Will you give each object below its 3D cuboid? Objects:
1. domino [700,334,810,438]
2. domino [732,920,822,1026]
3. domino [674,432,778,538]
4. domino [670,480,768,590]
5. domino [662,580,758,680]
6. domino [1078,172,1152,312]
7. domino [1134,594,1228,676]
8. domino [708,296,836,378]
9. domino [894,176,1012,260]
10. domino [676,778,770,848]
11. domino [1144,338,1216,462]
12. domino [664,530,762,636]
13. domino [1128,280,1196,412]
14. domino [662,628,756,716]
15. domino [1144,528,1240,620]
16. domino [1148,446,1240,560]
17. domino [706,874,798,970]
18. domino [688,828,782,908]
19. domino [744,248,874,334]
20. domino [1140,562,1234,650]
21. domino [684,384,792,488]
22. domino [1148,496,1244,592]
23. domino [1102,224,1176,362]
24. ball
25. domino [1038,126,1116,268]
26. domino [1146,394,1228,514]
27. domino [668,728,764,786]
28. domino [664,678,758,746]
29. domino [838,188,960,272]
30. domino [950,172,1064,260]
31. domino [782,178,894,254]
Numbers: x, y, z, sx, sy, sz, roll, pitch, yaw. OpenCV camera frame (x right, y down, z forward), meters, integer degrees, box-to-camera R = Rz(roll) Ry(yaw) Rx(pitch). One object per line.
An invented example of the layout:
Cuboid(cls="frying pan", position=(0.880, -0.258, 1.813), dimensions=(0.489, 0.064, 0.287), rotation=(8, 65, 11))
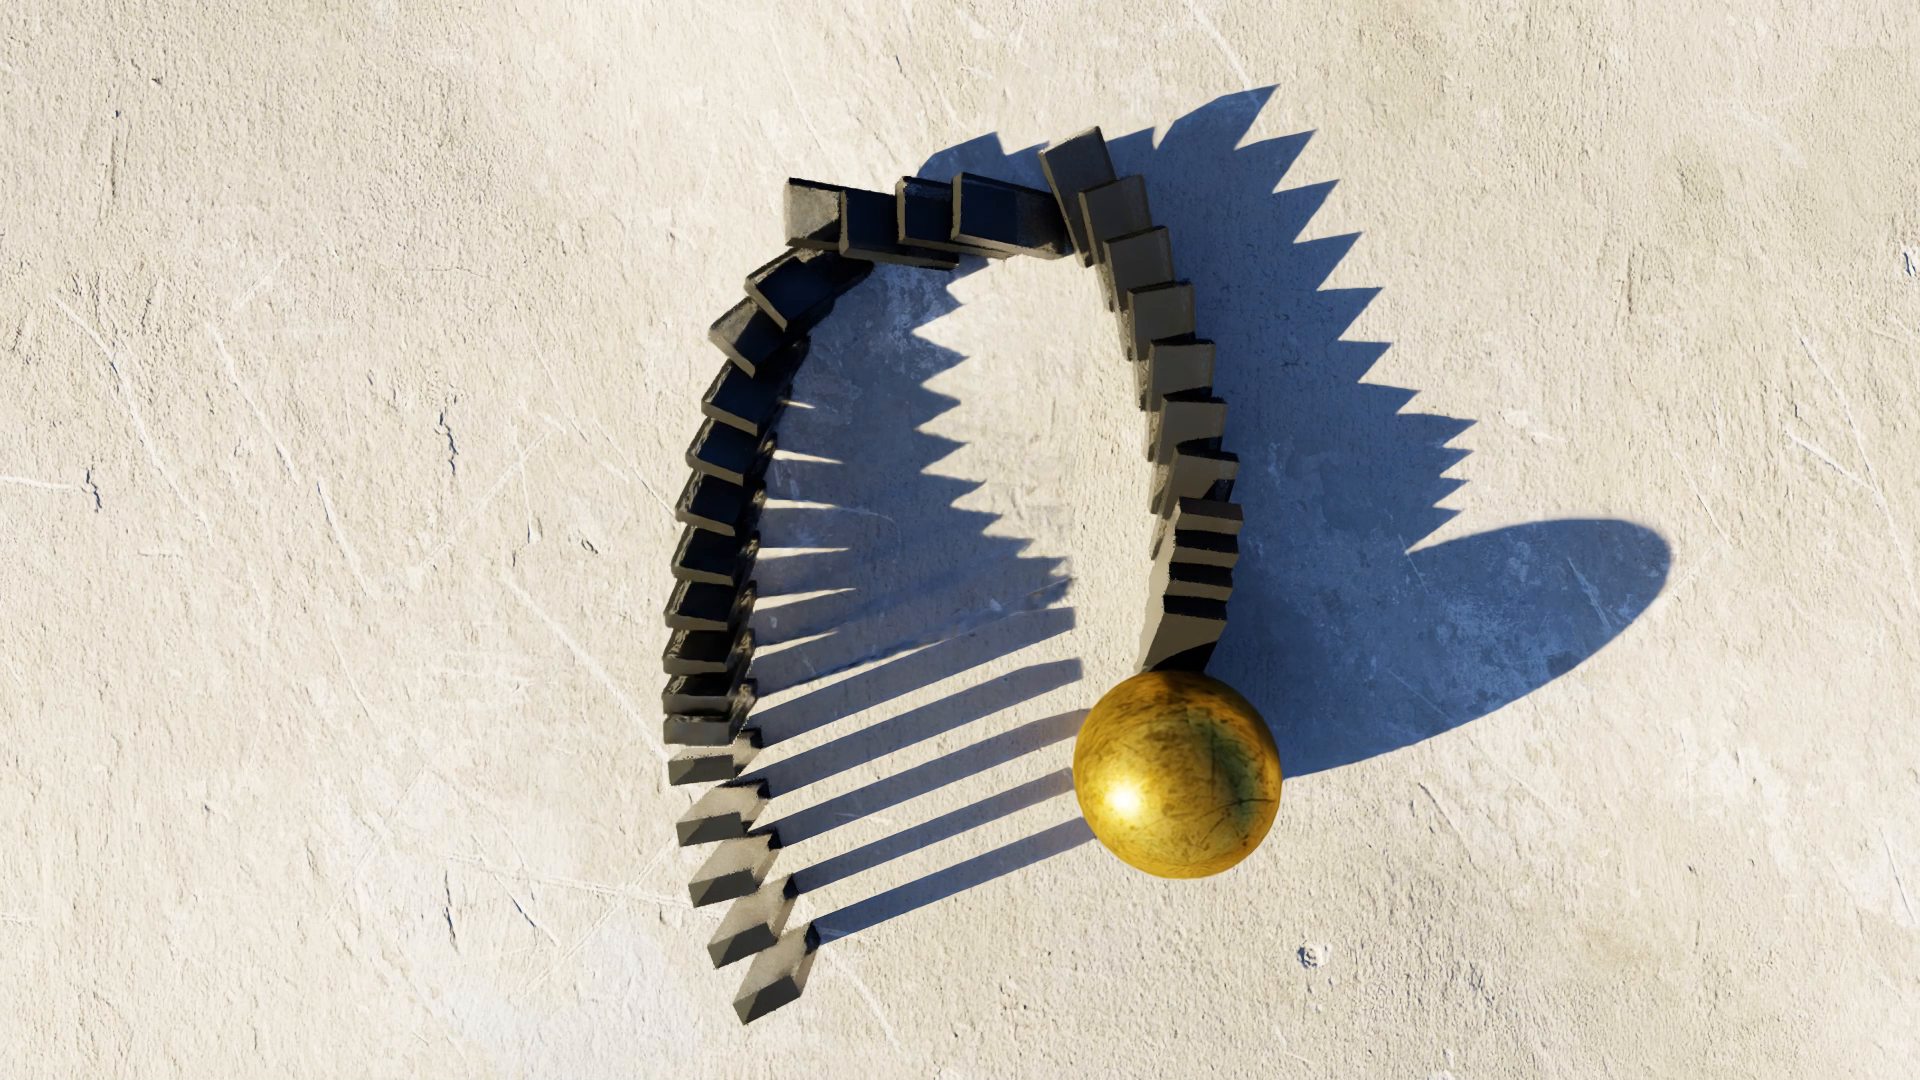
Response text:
Cuboid(cls="domino", position=(-0.085, -0.069, 0.384), dimensions=(0.025, 0.009, 0.050), rotation=(23, 62, 0))
Cuboid(cls="domino", position=(-0.074, 0.176, 0.375), dimensions=(0.025, 0.050, 0.009), rotation=(-27, 90, 0))
Cuboid(cls="domino", position=(-0.097, -0.027, 0.383), dimensions=(0.025, 0.010, 0.050), rotation=(17, 58, 0))
Cuboid(cls="domino", position=(-0.099, -0.005, 0.381), dimensions=(0.025, 0.010, 0.050), rotation=(11, 54, 0))
Cuboid(cls="domino", position=(-0.102, 0.035, 0.377), dimensions=(0.025, 0.050, 0.010), rotation=(6, 128, 0))
Cuboid(cls="domino", position=(0.068, -0.124, 0.384), dimensions=(0.025, 0.010, 0.050), rotation=(-19, 116, -1))
Cuboid(cls="domino", position=(0.090, 0.044, 0.379), dimensions=(0.025, 0.050, 0.009), rotation=(8, 46, 0))
Cuboid(cls="domino", position=(-0.078, -0.093, 0.384), dimensions=(0.025, 0.010, 0.050), rotation=(41, 63, 1))
Cuboid(cls="domino", position=(-0.002, -0.134, 0.384), dimensions=(0.050, 0.009, 0.025), rotation=(-1, 89, -27))
Cuboid(cls="domino", position=(-0.096, 0.111, 0.375), dimensions=(0.025, 0.050, 0.009), rotation=(-10, 90, 0))
Cuboid(cls="domino", position=(0.092, -0.058, 0.385), dimensions=(0.025, 0.010, 0.050), rotation=(-2, 116, 0))
Cuboid(cls="domino", position=(-0.102, 0.015, 0.380), dimensions=(0.025, 0.009, 0.050), rotation=(9, 47, 0))
Cuboid(cls="domino", position=(0.085, -0.081, 0.385), dimensions=(0.025, 0.009, 0.050), rotation=(-10, 116, 0))
Cuboid(cls="domino", position=(-0.102, 0.053, 0.375), dimensions=(0.025, 0.050, 0.010), rotation=(2, 115, 0))
Cuboid(cls="domino", position=(0.095, 0.018, 0.379), dimensions=(0.025, 0.050, 0.009), rotation=(8, 46, 0))
Cuboid(cls="domino", position=(0.097, -0.013, 0.384), dimensions=(0.025, 0.010, 0.050), rotation=(8, 120, 0))
Cuboid(cls="domino", position=(-0.084, 0.155, 0.375), dimensions=(0.025, 0.050, 0.010), rotation=(-23, 90, 0))
Cuboid(cls="domino", position=(-0.091, 0.133, 0.375), dimensions=(0.025, 0.050, 0.009), rotation=(-14, 90, 0))
Cuboid(cls="domino", position=(-0.063, -0.111, 0.385), dimensions=(0.025, 0.009, 0.050), rotation=(48, 64, 0))
Cuboid(cls="domino", position=(0.092, 0.031, 0.379), dimensions=(0.025, 0.050, 0.010), rotation=(8, 46, 0))
Cuboid(cls="domino", position=(-0.092, -0.048, 0.384), dimensions=(0.025, 0.009, 0.050), rotation=(20, 60, 0))
Cuboid(cls="domino", position=(0.097, 0.005, 0.379), dimensions=(0.025, 0.050, 0.009), rotation=(8, 46, 0))
Cuboid(cls="domino", position=(0.077, -0.103, 0.385), dimensions=(0.025, 0.009, 0.050), rotation=(-16, 116, 0))
Cuboid(cls="ball", position=(0.084, 0.091, 0.360), dimensions=(0.080, 0.080, 0.080), rotation=(0, 90, 0))
Cuboid(cls="domino", position=(0.054, -0.143, 0.384), dimensions=(0.025, 0.010, 0.050), rotation=(-27, 117, -2))
Cuboid(cls="domino", position=(0.095, -0.035, 0.385), dimensions=(0.025, 0.010, 0.050), rotation=(3, 115, 0))
Cuboid(cls="domino", position=(-0.099, 0.088, 0.375), dimensions=(0.025, 0.050, 0.010), rotation=(-6, 90, 0))
Cuboid(cls="domino", position=(-0.101, 0.069, 0.375), dimensions=(0.025, 0.050, 0.010), rotation=(1, 101, 0))
Cuboid(cls="domino", position=(-0.025, -0.129, 0.383), dimensions=(0.050, 0.010, 0.025), rotation=(-1, 85, -27))
Cuboid(cls="domino", position=(0.020, -0.135, 0.384), dimensions=(0.050, 0.010, 0.025), rotation=(2, 90, -27))
Cuboid(cls="domino", position=(-0.048, -0.134, 0.383), dimensions=(0.050, 0.010, 0.025), rotation=(-1, 84, -27))
